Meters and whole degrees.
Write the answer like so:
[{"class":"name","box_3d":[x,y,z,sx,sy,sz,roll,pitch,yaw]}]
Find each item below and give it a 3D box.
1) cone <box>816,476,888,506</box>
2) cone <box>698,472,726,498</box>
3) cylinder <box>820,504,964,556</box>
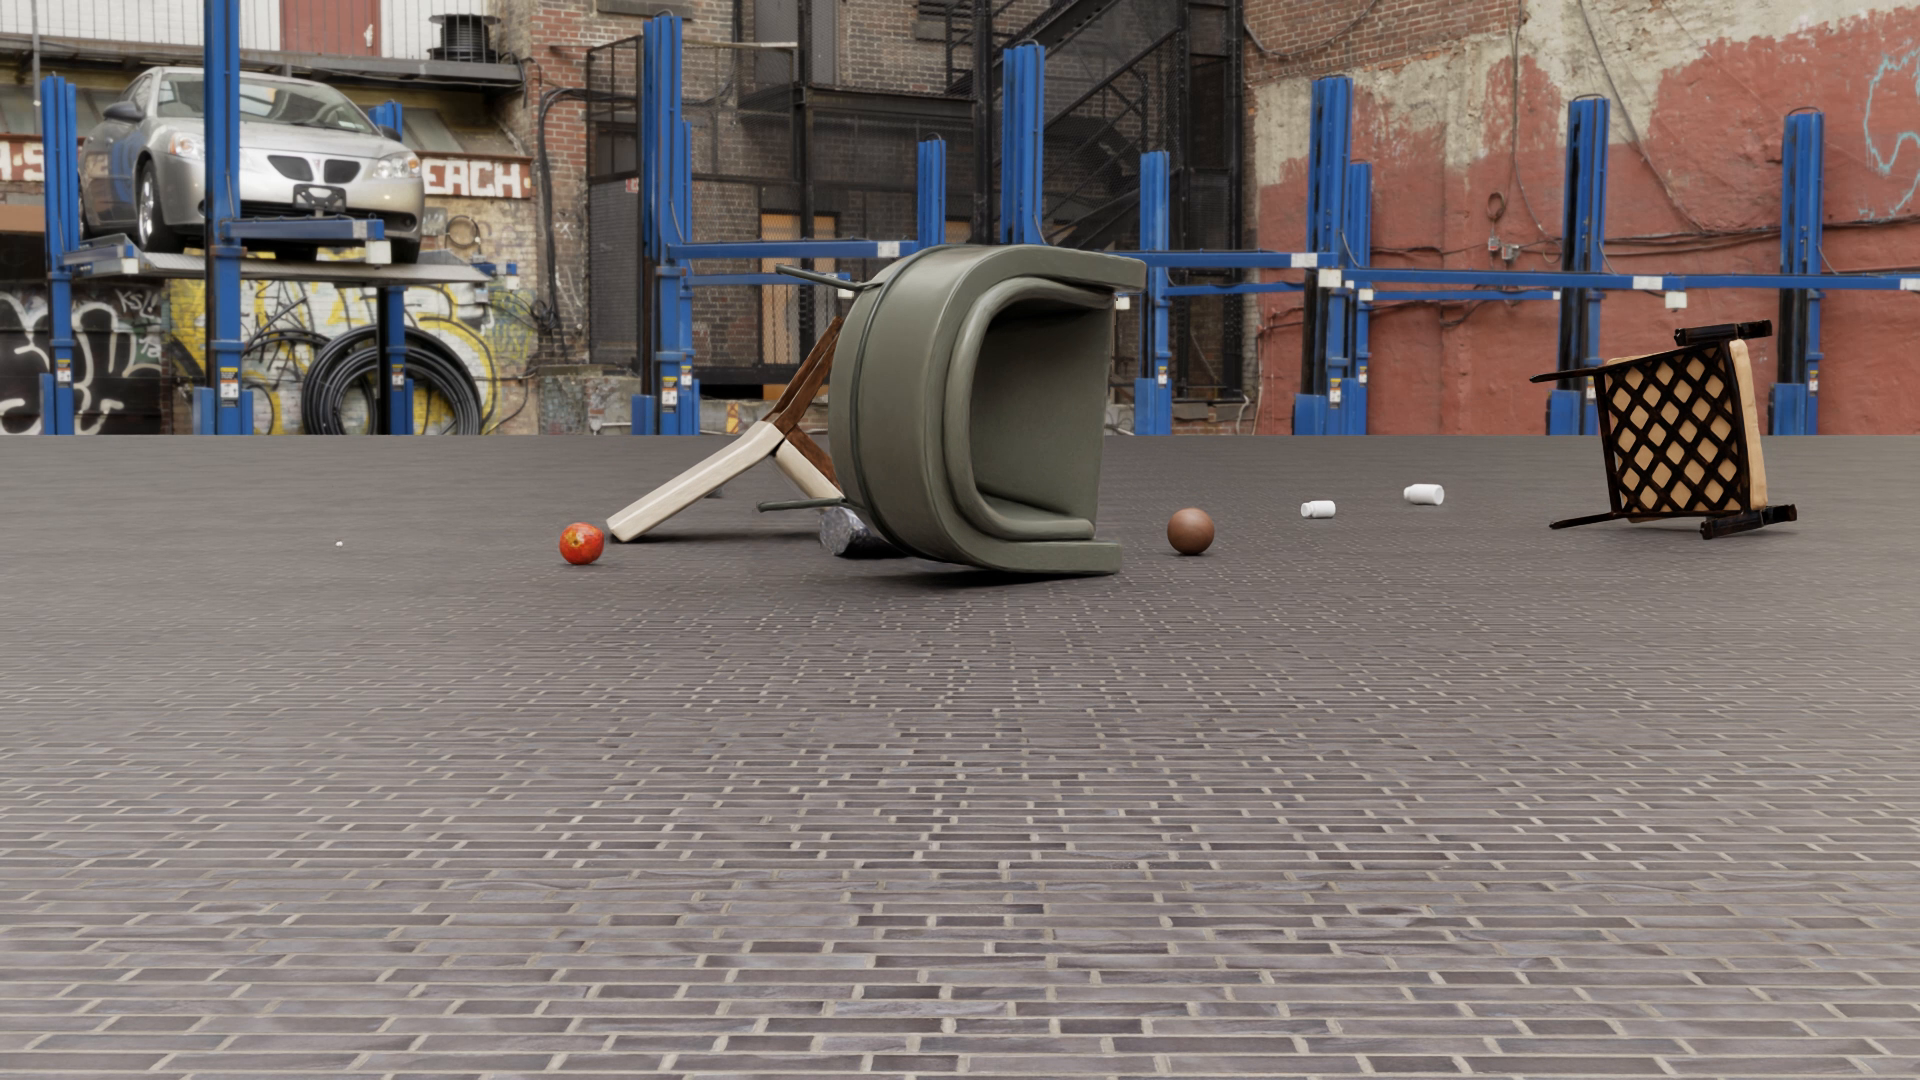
[{"class":"cone","box_3d":[-0.348,-0.111,7.607,0.286,0.115,0.258,26,-9,12]},{"class":"cone","box_3d":[-1.013,-0.203,9.114,0.104,0.127,0.055,34,-1,-32]},{"class":"cylinder","box_3d":[-0.188,-0.028,5.969,0.314,0.133,0.319,-1,0,-19]}]
